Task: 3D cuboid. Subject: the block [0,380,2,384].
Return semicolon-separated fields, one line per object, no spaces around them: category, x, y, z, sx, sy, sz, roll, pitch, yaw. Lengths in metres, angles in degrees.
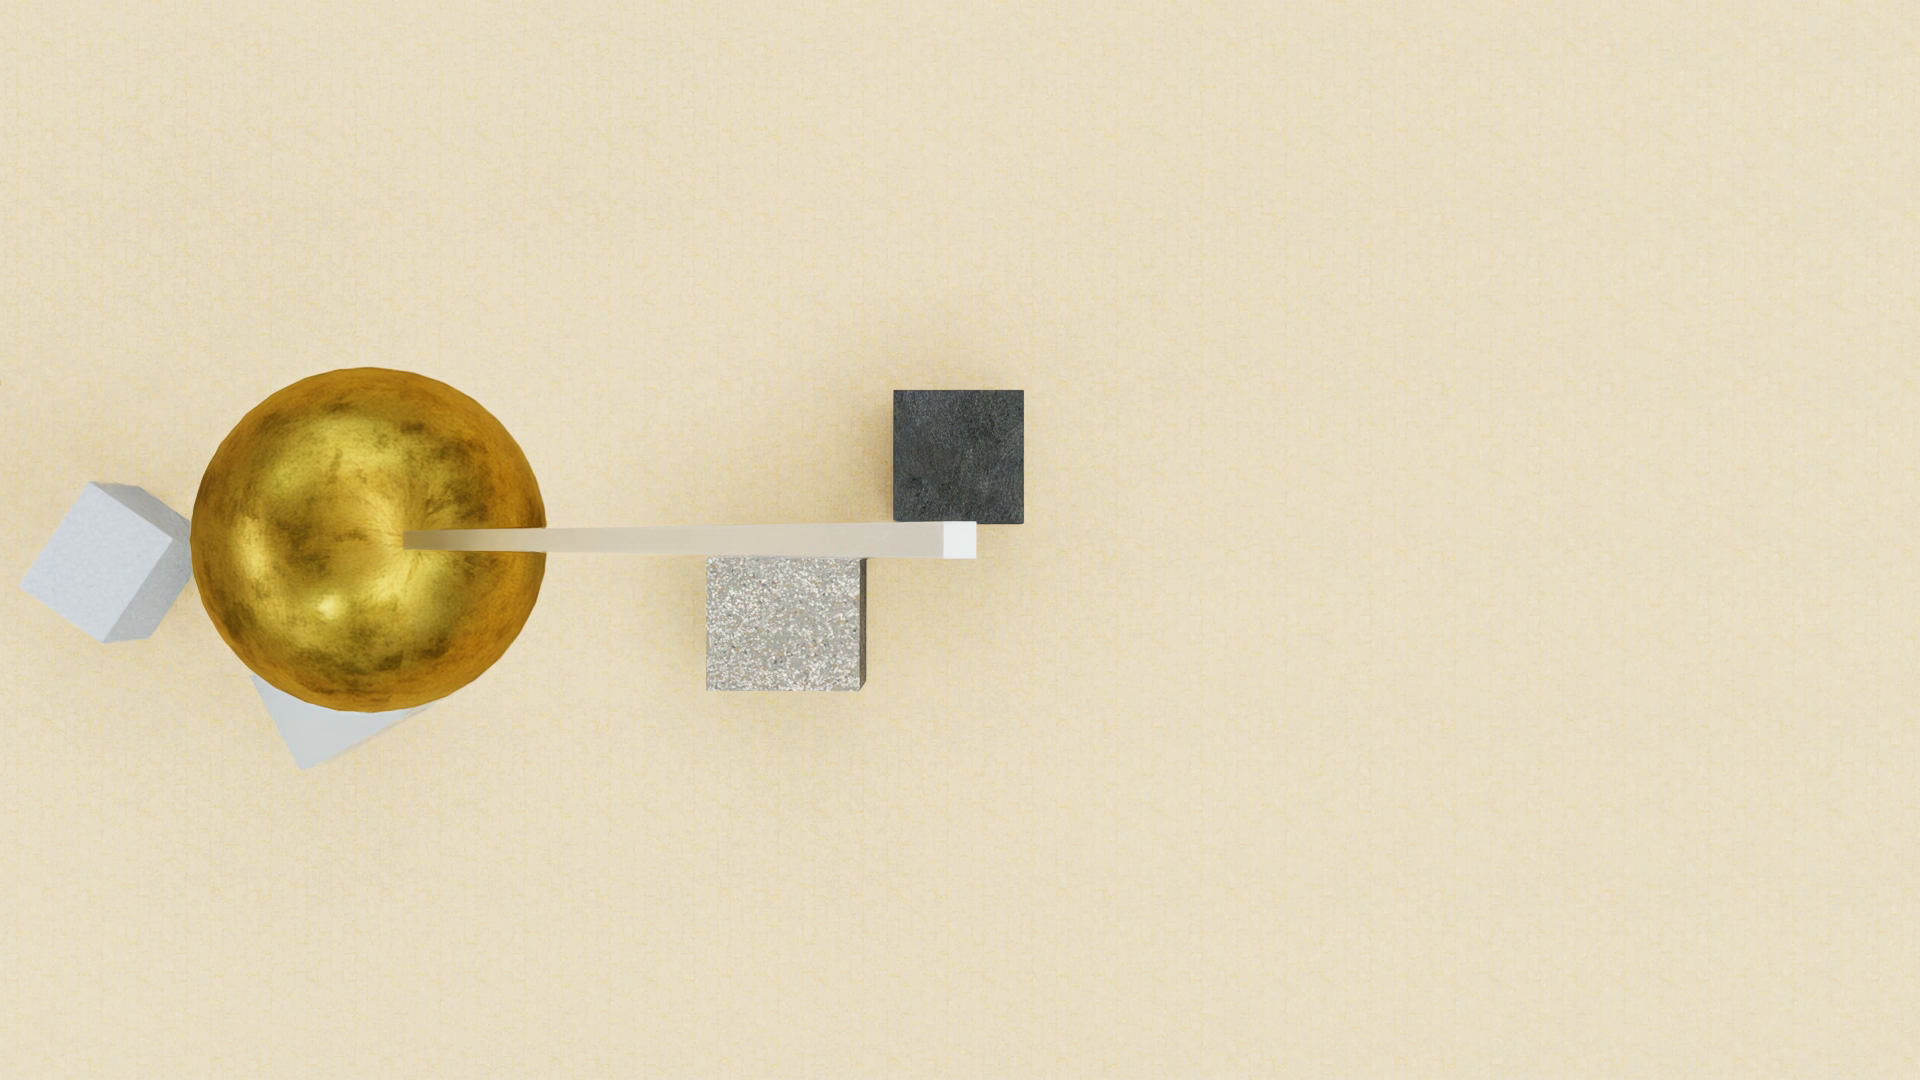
block;-5.768;-0.625;12.281;0.523;0.564;0.555;23;47;-23

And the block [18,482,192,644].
block;-4.829;0.127;12.643;0.568;0.711;0.707;34;90;0

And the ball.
ball;-2.711;0.000;10.156;1.600;1.600;1.600;0;90;0

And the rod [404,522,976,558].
rod;-1.175;0.000;7.123;0.080;5.200;0.080;0;90;-27

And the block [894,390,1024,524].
block;-0.007;-0.463;12.598;0.726;0.805;0.742;0;90;0

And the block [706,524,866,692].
block;-0.974;0.373;12.543;0.844;0.915;0.915;0;90;0

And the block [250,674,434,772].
block;-3.545;0.867;12.669;0.682;0.654;0.612;-28;91;0
